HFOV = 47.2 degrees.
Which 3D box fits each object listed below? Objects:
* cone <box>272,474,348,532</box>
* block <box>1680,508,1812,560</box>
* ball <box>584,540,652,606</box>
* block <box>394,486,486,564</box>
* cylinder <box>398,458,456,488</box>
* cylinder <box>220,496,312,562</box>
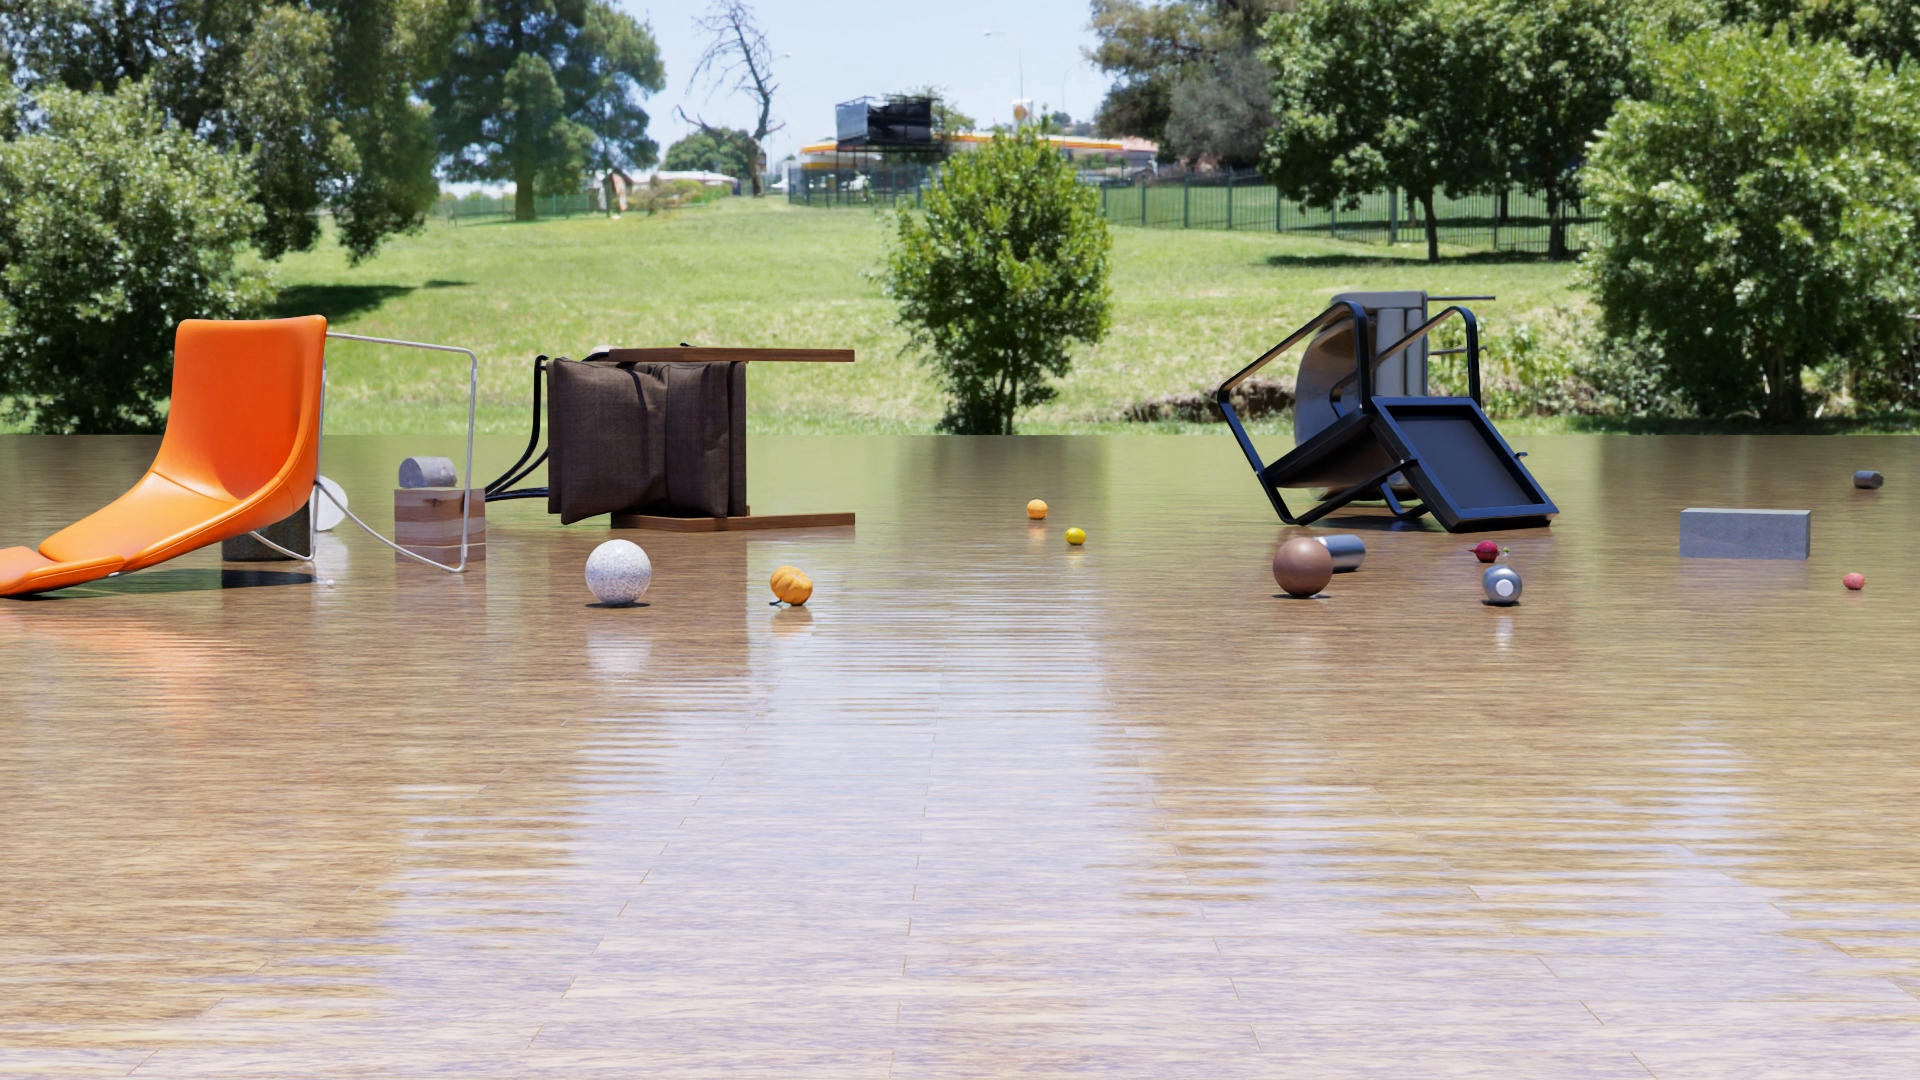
[{"bbox_3d":[-2.052,-0.080,7.048,0.264,0.194,0.189,19,-22,13],"label":"cone"},{"bbox_3d":[2.111,-0.017,5.910,0.315,0.121,0.212,2,4,24],"label":"block"},{"bbox_3d":[-0.709,0.067,4.562,0.137,0.137,0.137,0,4,0],"label":"ball"},{"bbox_3d":[-1.352,-0.039,5.721,0.161,0.190,0.165,2,4,28],"label":"block"},{"bbox_3d":[-2.183,-0.253,9.020,0.164,0.171,0.162,-4,-39,-48],"label":"cylinder"},{"bbox_3d":[-1.838,-0.031,5.824,0.220,0.160,0.235,2,4,28],"label":"cylinder"}]
